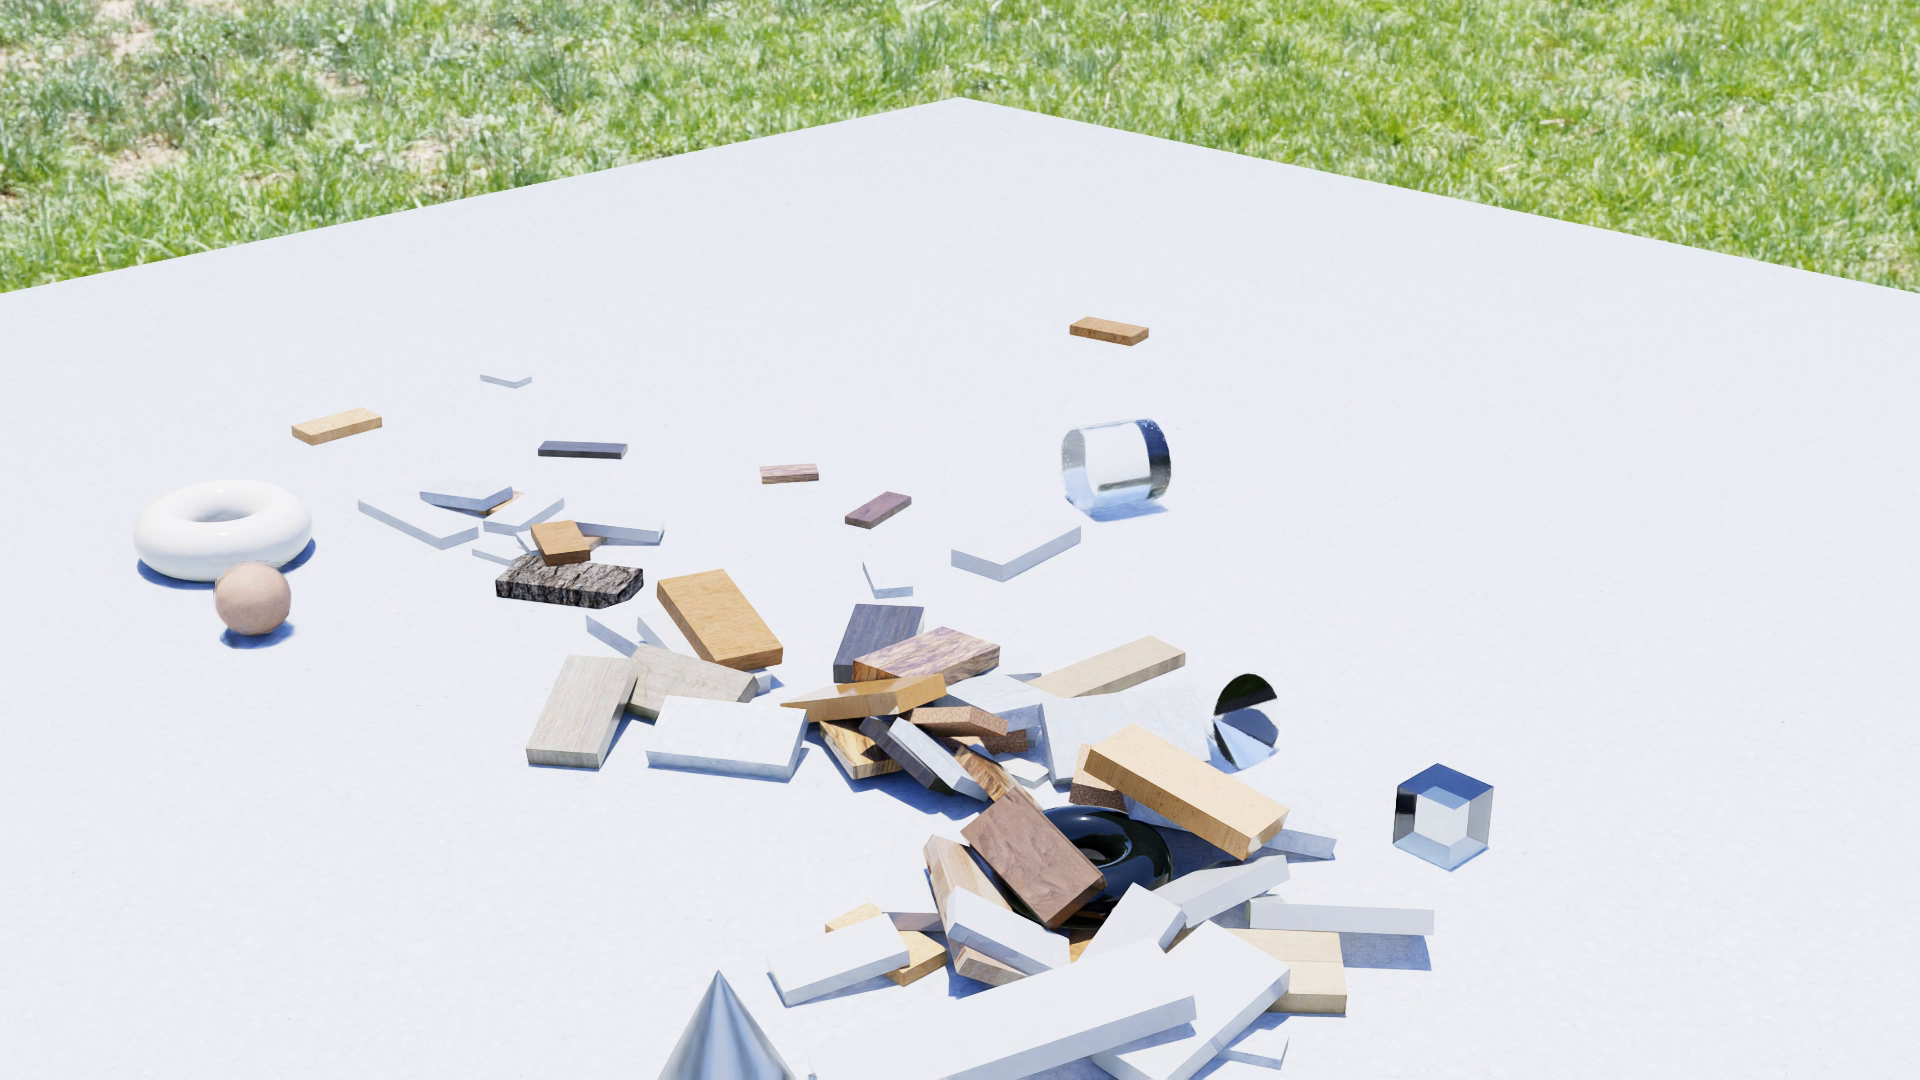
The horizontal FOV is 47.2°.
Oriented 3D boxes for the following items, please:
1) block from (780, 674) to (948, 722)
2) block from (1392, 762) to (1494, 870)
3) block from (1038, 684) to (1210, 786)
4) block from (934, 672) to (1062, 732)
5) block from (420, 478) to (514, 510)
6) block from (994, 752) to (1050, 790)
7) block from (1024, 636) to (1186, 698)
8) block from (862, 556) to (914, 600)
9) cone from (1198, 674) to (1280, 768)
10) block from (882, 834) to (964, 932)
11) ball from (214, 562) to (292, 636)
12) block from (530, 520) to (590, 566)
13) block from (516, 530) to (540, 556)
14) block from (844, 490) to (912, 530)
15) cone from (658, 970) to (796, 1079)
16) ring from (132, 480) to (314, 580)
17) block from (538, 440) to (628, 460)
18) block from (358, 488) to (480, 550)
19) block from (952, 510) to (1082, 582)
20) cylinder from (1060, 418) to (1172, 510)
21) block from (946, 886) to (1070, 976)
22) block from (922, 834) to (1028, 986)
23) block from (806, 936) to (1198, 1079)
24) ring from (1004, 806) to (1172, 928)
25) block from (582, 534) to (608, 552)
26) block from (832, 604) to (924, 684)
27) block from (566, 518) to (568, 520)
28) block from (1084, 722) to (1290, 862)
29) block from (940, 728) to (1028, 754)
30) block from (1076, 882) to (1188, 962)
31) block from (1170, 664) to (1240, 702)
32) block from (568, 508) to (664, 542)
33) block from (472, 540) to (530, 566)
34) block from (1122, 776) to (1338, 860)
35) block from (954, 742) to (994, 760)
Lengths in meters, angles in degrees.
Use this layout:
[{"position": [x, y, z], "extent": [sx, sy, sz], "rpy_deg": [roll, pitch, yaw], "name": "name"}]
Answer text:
[{"position": [-0.209, 0.342, 4.722], "extent": [0.330, 0.047, 0.165], "rpy_deg": [-9, 5, 39], "name": "block"}, {"position": [0.948, 0.541, 4.316], "extent": [0.133, 0.133, 0.133], "rpy_deg": [-20, 30, -39], "name": "block"}, {"position": [0.343, 0.407, 4.607], "extent": [0.336, 0.168, 0.048], "rpy_deg": [-6, -21, -13], "name": "block"}, {"position": [0.080, 0.352, 4.766], "extent": [0.165, 0.047, 0.330], "rpy_deg": [-10, 10, -22], "name": "block"}, {"position": [-1.343, -0.125, 5.982], "extent": [0.233, 0.033, 0.117], "rpy_deg": [7, 24, 31], "name": "block"}, {"position": [0.121, 0.482, 4.601], "extent": [0.130, 0.018, 0.065], "rpy_deg": [16, 28, 34], "name": "block"}, {"position": [0.321, 0.308, 4.991], "extent": [0.419, 0.034, 0.119], "rpy_deg": [-18, 29, -36], "name": "block"}, {"position": [-0.182, 0.093, 5.507], "extent": [0.095, 0.027, 0.191], "rpy_deg": [-5, 23, -11], "name": "block"}, {"position": [0.544, 0.379, 4.703], "extent": [0.198, 0.198, 0.198], "rpy_deg": [-18, 11, -36], "name": "cone"}, {"position": [-0.068, 0.641, 4.123], "extent": [0.136, 0.039, 0.273], "rpy_deg": [1, 23, 2], "name": "block"}, {"position": [-1.673, 0.140, 5.207], "extent": [0.175, 0.175, 0.175], "rpy_deg": [0, 23, 0], "name": "ball"}, {"position": [-1.017, 0.006, 5.593], "extent": [0.111, 0.031, 0.222], "rpy_deg": [-7, 23, -19], "name": "block"}, {"position": [-1.090, 0.007, 5.664], "extent": [0.070, 0.020, 0.139], "rpy_deg": [-12, 25, -24], "name": "block"}, {"position": [-0.219, -0.081, 5.922], "extent": [0.080, 0.023, 0.211], "rpy_deg": [13, 26, 28], "name": "block"}, {"position": [-0.385, 0.799, 3.558], "extent": [0.250, 0.250, 0.250], "rpy_deg": [0, 23, 0], "name": "cone"}, {"position": [-1.890, -0.028, 5.643], "extent": [0.443, 0.148, 0.443], "rpy_deg": [1, 23, 0], "name": "ring"}, {"position": [-1.088, -0.260, 6.347], "extent": [0.246, 0.021, 0.076], "rpy_deg": [2, 23, 6], "name": "block"}, {"position": [-1.444, -0.058, 5.854], "extent": [0.392, 0.033, 0.117], "rpy_deg": [21, 30, 40], "name": "block"}, {"position": [0.147, 0.014, 5.669], "extent": [0.166, 0.047, 0.333], "rpy_deg": [18, 29, 35], "name": "block"}, {"position": [0.421, -0.205, 5.960], "extent": [0.221, 0.221, 0.221], "rpy_deg": [-10, 25, -22], "name": "cylinder"}, {"position": [0.086, 0.705, 3.899], "extent": [0.232, 0.033, 0.116], "rpy_deg": [27, 22, -11], "name": "block"}, {"position": [0.030, 0.674, 3.988], "extent": [0.136, 0.039, 0.350], "rpy_deg": [22, 23, -23], "name": "block"}, {"position": [0.068, 0.818, 3.642], "extent": [0.623, 0.051, 0.179], "rpy_deg": [-15, 26, -12], "name": "block"}, {"position": [0.232, 0.616, 4.166], "extent": [0.343, 0.114, 0.343], "rpy_deg": [-1, 23, 0], "name": "ring"}, {"position": [-0.991, 0.014, 5.698], "extent": [0.080, 0.023, 0.160], "rpy_deg": [9, 25, 20], "name": "block"}, {"position": [-0.186, 0.242, 5.130], "extent": [0.167, 0.047, 0.333], "rpy_deg": [3, 23, 6], "name": "block"}, {"position": [-1.025, -0.032, 5.809], "extent": [0.076, 0.021, 0.151], "rpy_deg": [14, 27, 30], "name": "block"}, {"position": [0.435, 0.480, 4.225], "extent": [0.358, 0.051, 0.179], "rpy_deg": [28, 25, 24], "name": "block"}, {"position": [0.046, 0.422, 4.695], "extent": [0.191, 0.027, 0.095], "rpy_deg": [-6, 30, 0], "name": "block"}, {"position": [0.285, 0.723, 3.845], "extent": [0.116, 0.033, 0.232], "rpy_deg": [24, 70, 43], "name": "block"}, {"position": [0.533, 0.348, 4.898], "extent": [0.119, 0.034, 0.238], "rpy_deg": [19, 30, 38], "name": "block"}, {"position": [-0.901, -0.039, 5.765], "extent": [0.237, 0.031, 0.111], "rpy_deg": [7, 18, -1], "name": "block"}, {"position": [-1.180, 0.034, 5.654], "extent": [0.140, 0.020, 0.070], "rpy_deg": [15, 27, 31], "name": "block"}, {"position": [0.522, 0.523, 4.317], "extent": [0.414, 0.048, 0.168], "rpy_deg": [13, 23, -12], "name": "block"}, {"position": [0.000, 0.468, 4.595], "extent": [0.130, 0.018, 0.065], "rpy_deg": [-19, 38, -20], "name": "block"}]
